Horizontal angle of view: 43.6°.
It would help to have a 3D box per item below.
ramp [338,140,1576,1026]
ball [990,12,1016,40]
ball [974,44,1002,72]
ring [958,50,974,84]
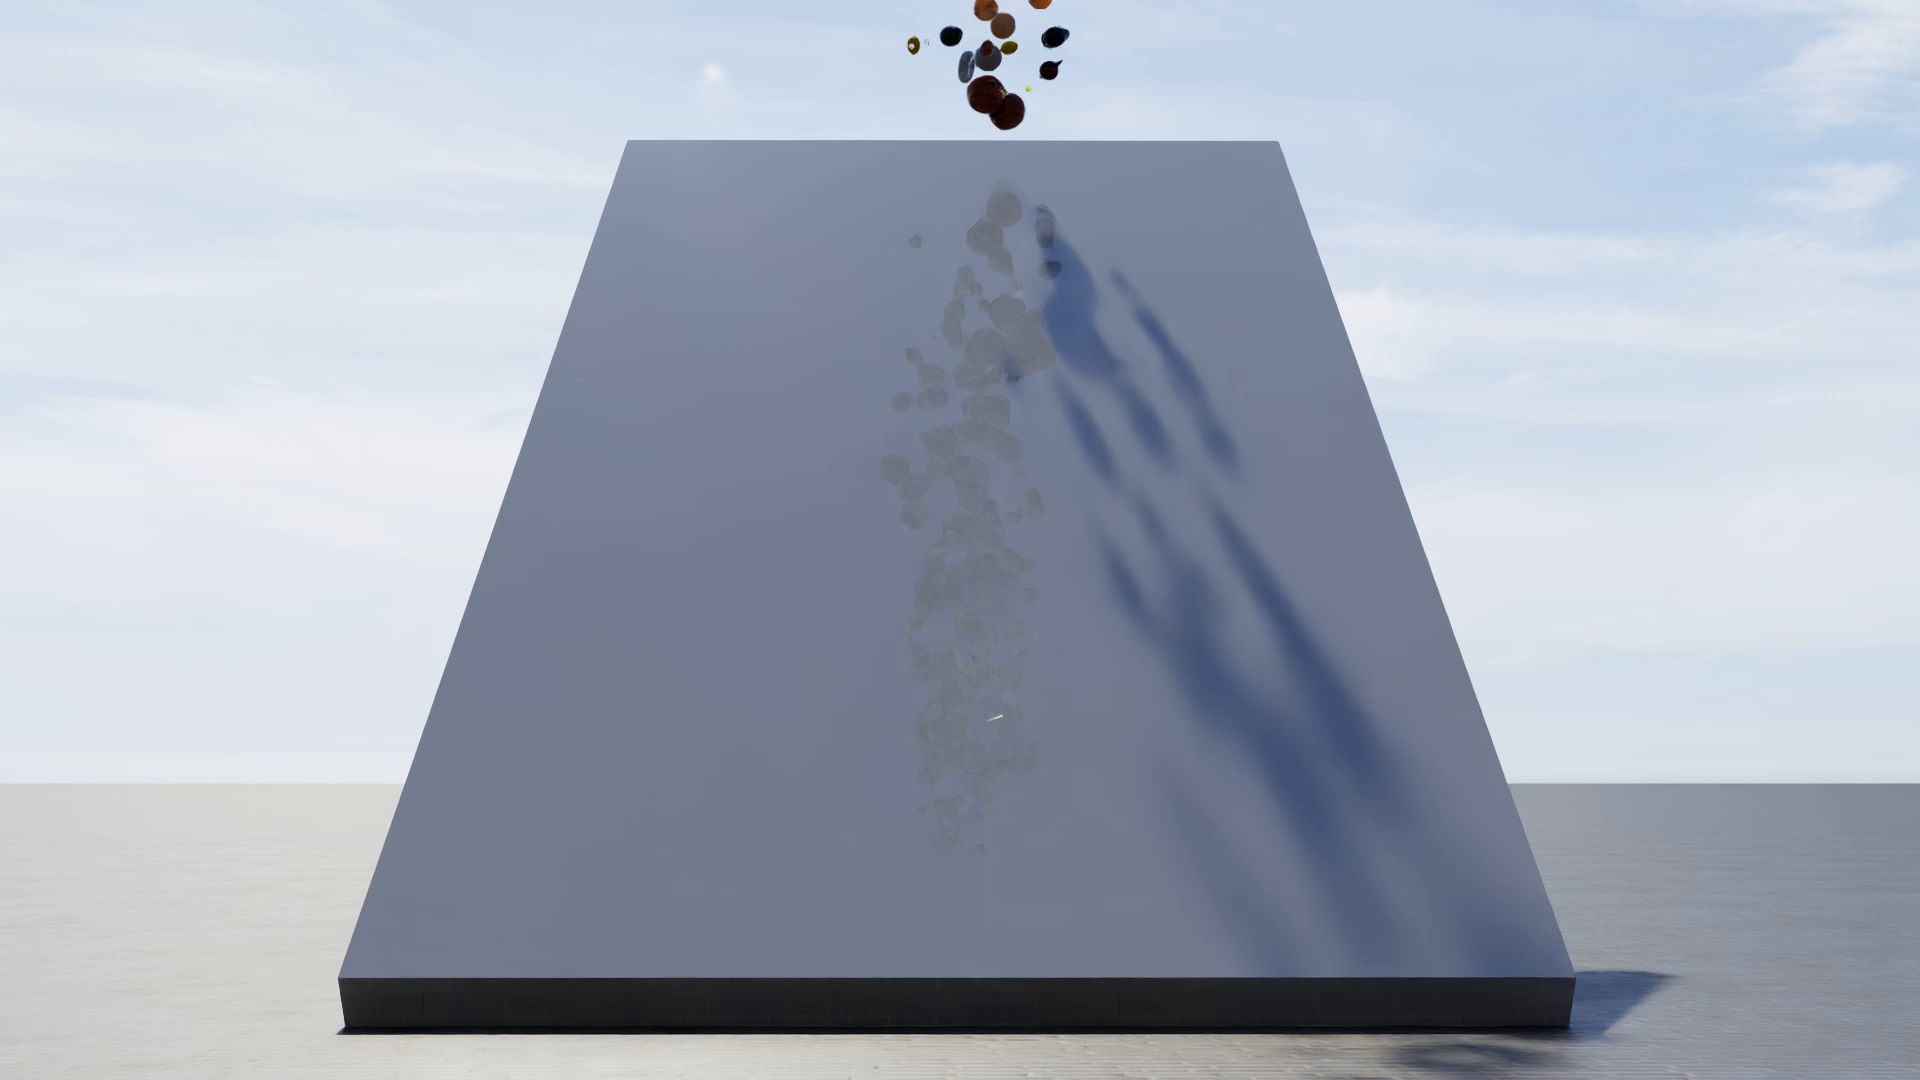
[{"bbox_3d":[-0.012,-0.217,5.648,2.000,0.100,4.000,0,29,0],"label":"ramp"},{"bbox_3d":[0.129,-1.548,7.223,0.081,0.081,0.081,0,-6,0],"label":"ball"},{"bbox_3d":[0.085,-1.463,7.272,0.085,0.085,0.085,0,-6,0],"label":"ball"},{"bbox_3d":[0.019,-1.380,6.998,0.033,0.098,0.098,11,-3,13],"label":"ring"}]
